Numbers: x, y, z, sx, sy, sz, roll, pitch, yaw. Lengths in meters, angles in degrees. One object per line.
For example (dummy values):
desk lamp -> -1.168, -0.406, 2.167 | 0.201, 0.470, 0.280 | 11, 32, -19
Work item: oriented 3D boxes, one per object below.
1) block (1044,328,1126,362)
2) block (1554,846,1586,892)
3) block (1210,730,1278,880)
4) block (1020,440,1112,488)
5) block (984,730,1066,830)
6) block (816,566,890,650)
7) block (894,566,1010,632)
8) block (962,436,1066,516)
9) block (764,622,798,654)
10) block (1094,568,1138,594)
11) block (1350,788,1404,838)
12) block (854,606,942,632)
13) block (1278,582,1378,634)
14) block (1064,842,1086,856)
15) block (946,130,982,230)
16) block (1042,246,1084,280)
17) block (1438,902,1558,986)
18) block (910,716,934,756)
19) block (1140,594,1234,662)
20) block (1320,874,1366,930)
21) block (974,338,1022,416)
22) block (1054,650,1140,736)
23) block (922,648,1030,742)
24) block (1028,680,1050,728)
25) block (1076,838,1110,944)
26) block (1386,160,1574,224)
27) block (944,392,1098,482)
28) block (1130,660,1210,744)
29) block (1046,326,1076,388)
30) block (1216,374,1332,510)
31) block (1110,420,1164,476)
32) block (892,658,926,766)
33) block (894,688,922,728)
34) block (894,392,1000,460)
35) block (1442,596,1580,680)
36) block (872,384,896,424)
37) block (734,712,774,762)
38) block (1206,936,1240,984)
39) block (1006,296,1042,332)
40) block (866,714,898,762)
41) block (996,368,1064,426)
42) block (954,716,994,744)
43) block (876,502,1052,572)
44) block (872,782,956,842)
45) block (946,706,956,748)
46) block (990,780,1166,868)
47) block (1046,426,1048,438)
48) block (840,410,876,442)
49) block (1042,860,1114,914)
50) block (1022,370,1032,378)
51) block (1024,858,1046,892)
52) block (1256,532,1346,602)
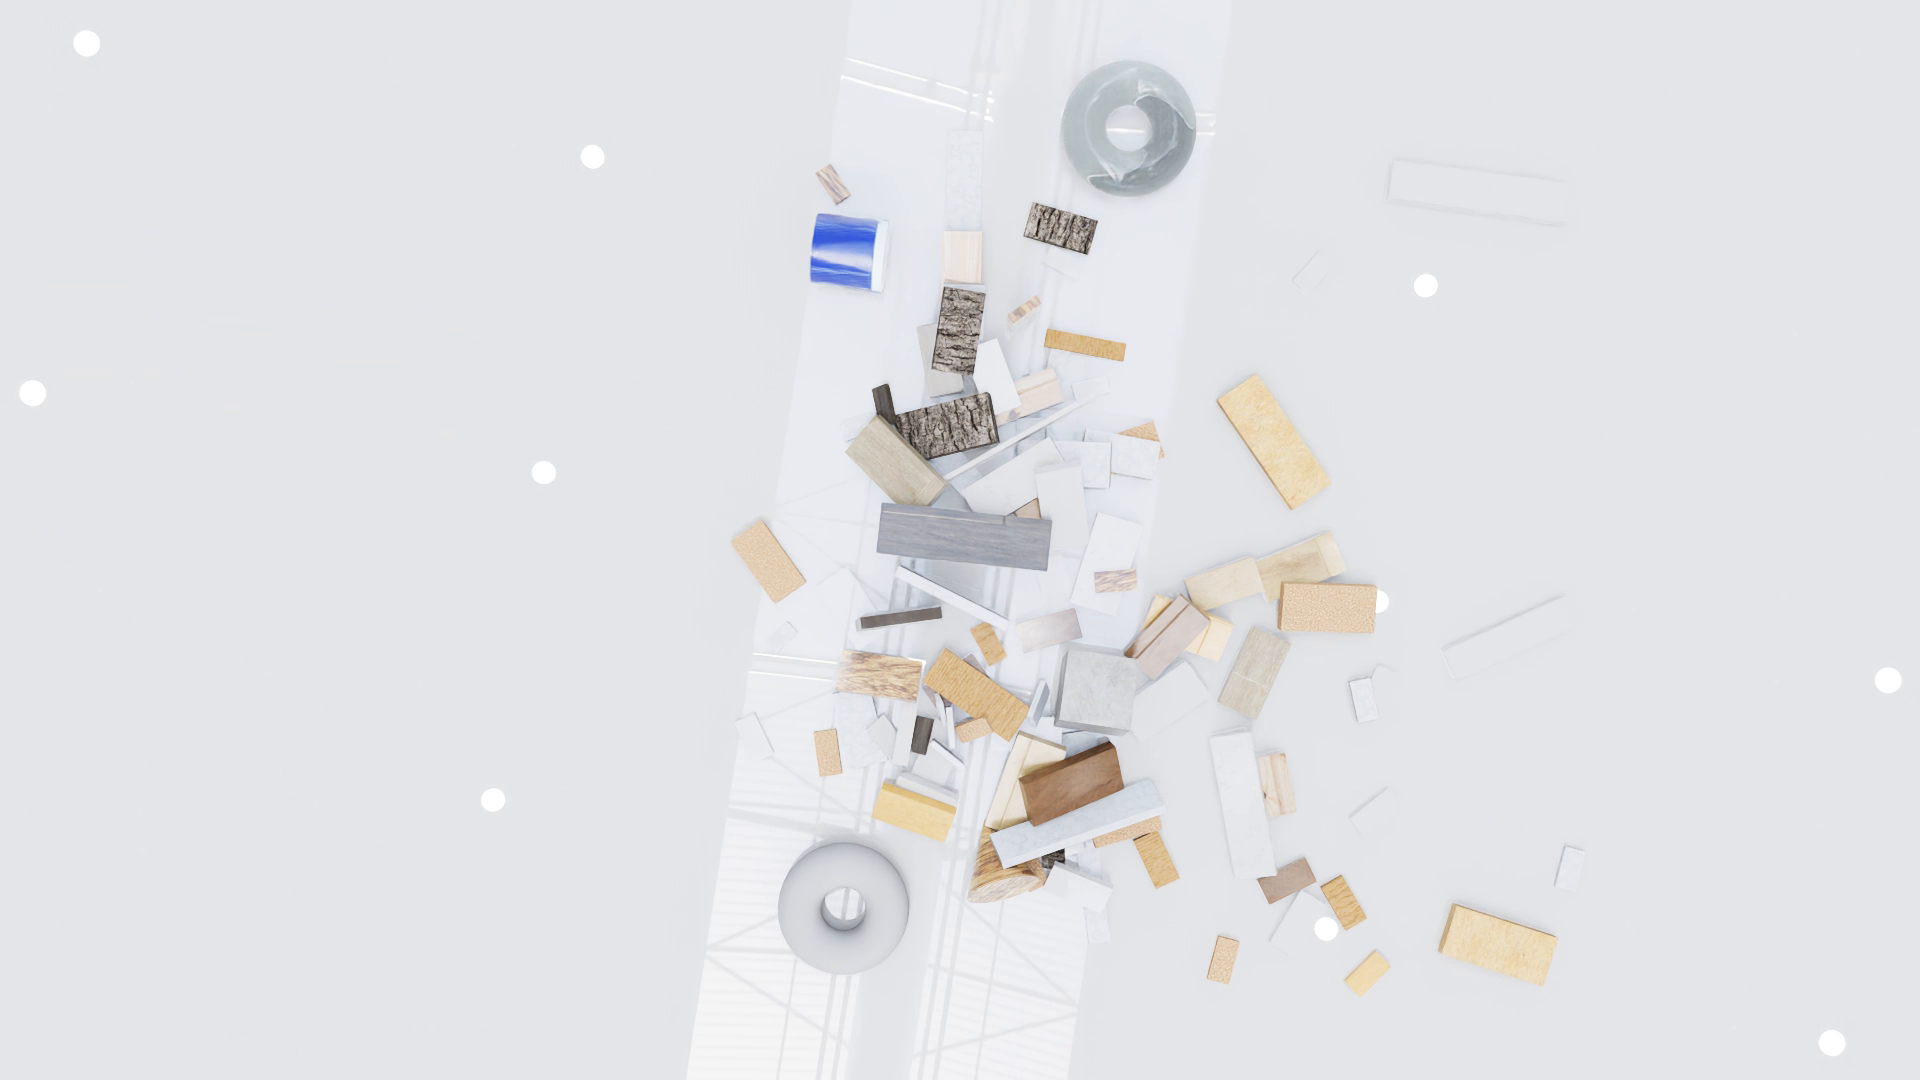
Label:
block -> 0.416, -0.647, 5.477 | 0.270, 0.017, 0.059 | 10, 90, -6
block -> 2.029, 1.094, 5.490 | 0.069, 0.020, 0.138 | 15, 90, 0
block -> 0.939, 0.878, 5.456 | 0.137, 0.039, 0.477 | -10, 91, 20
block -> 0.348, -0.249, 5.416 | 0.295, 0.042, 0.148 | 2, 91, 11
block -> 0.216, 0.812, 5.441 | 0.167, 0.047, 0.335 | 19, 102, 0
block -> -0.357, 0.227, 5.482 | 0.127, 0.036, 0.254 | -34, 90, 0
block -> -0.026, 0.189, 5.408 | 0.402, 0.127, 0.036 | 27, 90, 0
block -> 0.188, -0.186, 5.406 | 0.341, 0.042, 0.148 | -32, 85, 10
block -> -0.595, 0.326, 5.493 | 0.104, 0.015, 0.052 | -43, 90, 0
block -> 0.514, 0.135, 5.446 | 0.139, 0.020, 0.069 | -5, 90, 0
block -> 1.385, 0.907, 5.488 | 0.164, 0.023, 0.082 | -39, 90, 0
block -> -0.202, 0.261, 5.406 | 0.268, 0.134, 0.038 | -7, 84, -12
block -> 1.216, 0.223, 5.454 | 0.314, 0.044, 0.157 | 2, 99, -4
block -> 0.358, 0.966, 5.471 | 0.076, 0.021, 0.151 | -17, 88, 5
block -> 0.011, -1.089, 5.484 | 0.113, 0.032, 0.536 | 1, 90, 0
block -> 0.345, -0.923, 5.491 | 0.127, 0.018, 0.063 | 29, 90, 0
block -> 1.786, 1.343, 5.476 | 0.353, 0.047, 0.167 | 18, 90, 0
block -> -0.128, 0.647, 5.468 | 0.061, 0.017, 0.122 | 10, 84, 29
block -> 0.752, 0.290, 5.463 | 0.274, 0.039, 0.137 | 21, 106, 0
block -> 1.276, 1.207, 5.488 | 0.082, 0.023, 0.164 | -30, 90, 0
block -> 0.108, -0.533, 5.430 | 0.117, 0.033, 0.234 | -21, 93, 4
block -> 0.439, 0.498, 5.350 | 0.228, 0.228, 0.228 | 8, 78, 0
block -> 0.057, 0.512, 5.443 | 0.348, 0.038, 0.134 | 35, 88, 4
block -> 0.259, 0.540, 5.435 | 0.020, 0.069, 0.139 | 9, 57, 23
block -> 0.442, 1.166, 5.490 | 0.073, 0.021, 0.347 | -8, 90, 0
block -> 1.727, -1.157, 5.482 | 0.601, 0.036, 0.126 | 8, 90, 0
block -> 0.168, -0.320, 5.426 | 0.642, 0.061, 0.017 | -29, 85, 4
block -> 0.674, 0.537, 5.480 | 0.278, 0.039, 0.139 | -35, 90, 0
block -> 0.327, -0.592, 5.491 | 0.067, 0.019, 0.226 | 12, 90, 0
block -> 1.042, -0.326, 5.478 | 0.157, 0.044, 0.440 | -34, 90, 0
block -> 0.541, -0.295, 5.482 | 0.251, 0.036, 0.126 | -19, 90, 0
block -> -0.169, 0.569, 5.454 | 0.052, 0.015, 0.351 | 10, 77, 0
block -> -0.173, 0.555, 5.491 | 0.067, 0.019, 0.146 | 11, 90, 0
block -> -0.046, -0.365, 5.422 | 0.330, 0.047, 0.165 | -13, 83, 16
block -> 1.831, 0.324, 5.485 | 0.446, 0.030, 0.105 | -24, 90, 0
block -> -0.251, -0.444, 5.465 | 0.067, 0.019, 0.133 | -16, 84, 44
block -> -0.685, 0.659, 5.489 | 0.075, 0.021, 0.149 | -26, 90, 0
block -> 0.877, 1.398, 5.490 | 0.073, 0.021, 0.146 | 15, 90, 0
block -> 0.207, -0.739, 5.387 | 0.113, 0.227, 0.032 | -35, 90, 0
block -> -0.239, 0.660, 5.461 | 0.075, 0.021, 0.149 | -42, 102, -24
block -> 0.194, -0.467, 5.464 | 0.284, 0.033, 0.117 | -21, 93, 4
block -> 0.046, 0.623, 5.426 | 0.122, 0.017, 0.061 | -23, 103, 28
block -> 0.014, -0.009, 5.343 | 0.555, 0.047, 0.165 | 6, 86, 0
block -> -0.152, 0.901, 5.452 | 0.257, 0.036, 0.129 | 19, 120, 0
block -> -0.031, 0.617, 5.433 | 0.019, 0.067, 0.134 | -5, 87, -1
block -> 0.385, 0.927, 5.396 | 0.567, 0.129, 0.036 | -18, 127, -9
block -> 0.267, -0.349, 5.488 | 0.053, 0.015, 0.105 | -5, 90, 11
block -> -0.332, -0.380, 5.491 | 0.127, 0.018, 0.063 | -21, 90, 0
block -> 0.389, 1.145, 5.444 | 0.210, 0.030, 0.105 | 22, 115, 0
block -> 0.213, -0.499, 5.491 | 0.061, 0.017, 0.122 | 35, 90, 0
block -> 0.230, 1.088, 5.489 | 0.076, 0.021, 0.151 | -25, 90, 0
block -> 1.126, 0.089, 5.480 | 0.278, 0.039, 0.139 | -22, 90, 0
